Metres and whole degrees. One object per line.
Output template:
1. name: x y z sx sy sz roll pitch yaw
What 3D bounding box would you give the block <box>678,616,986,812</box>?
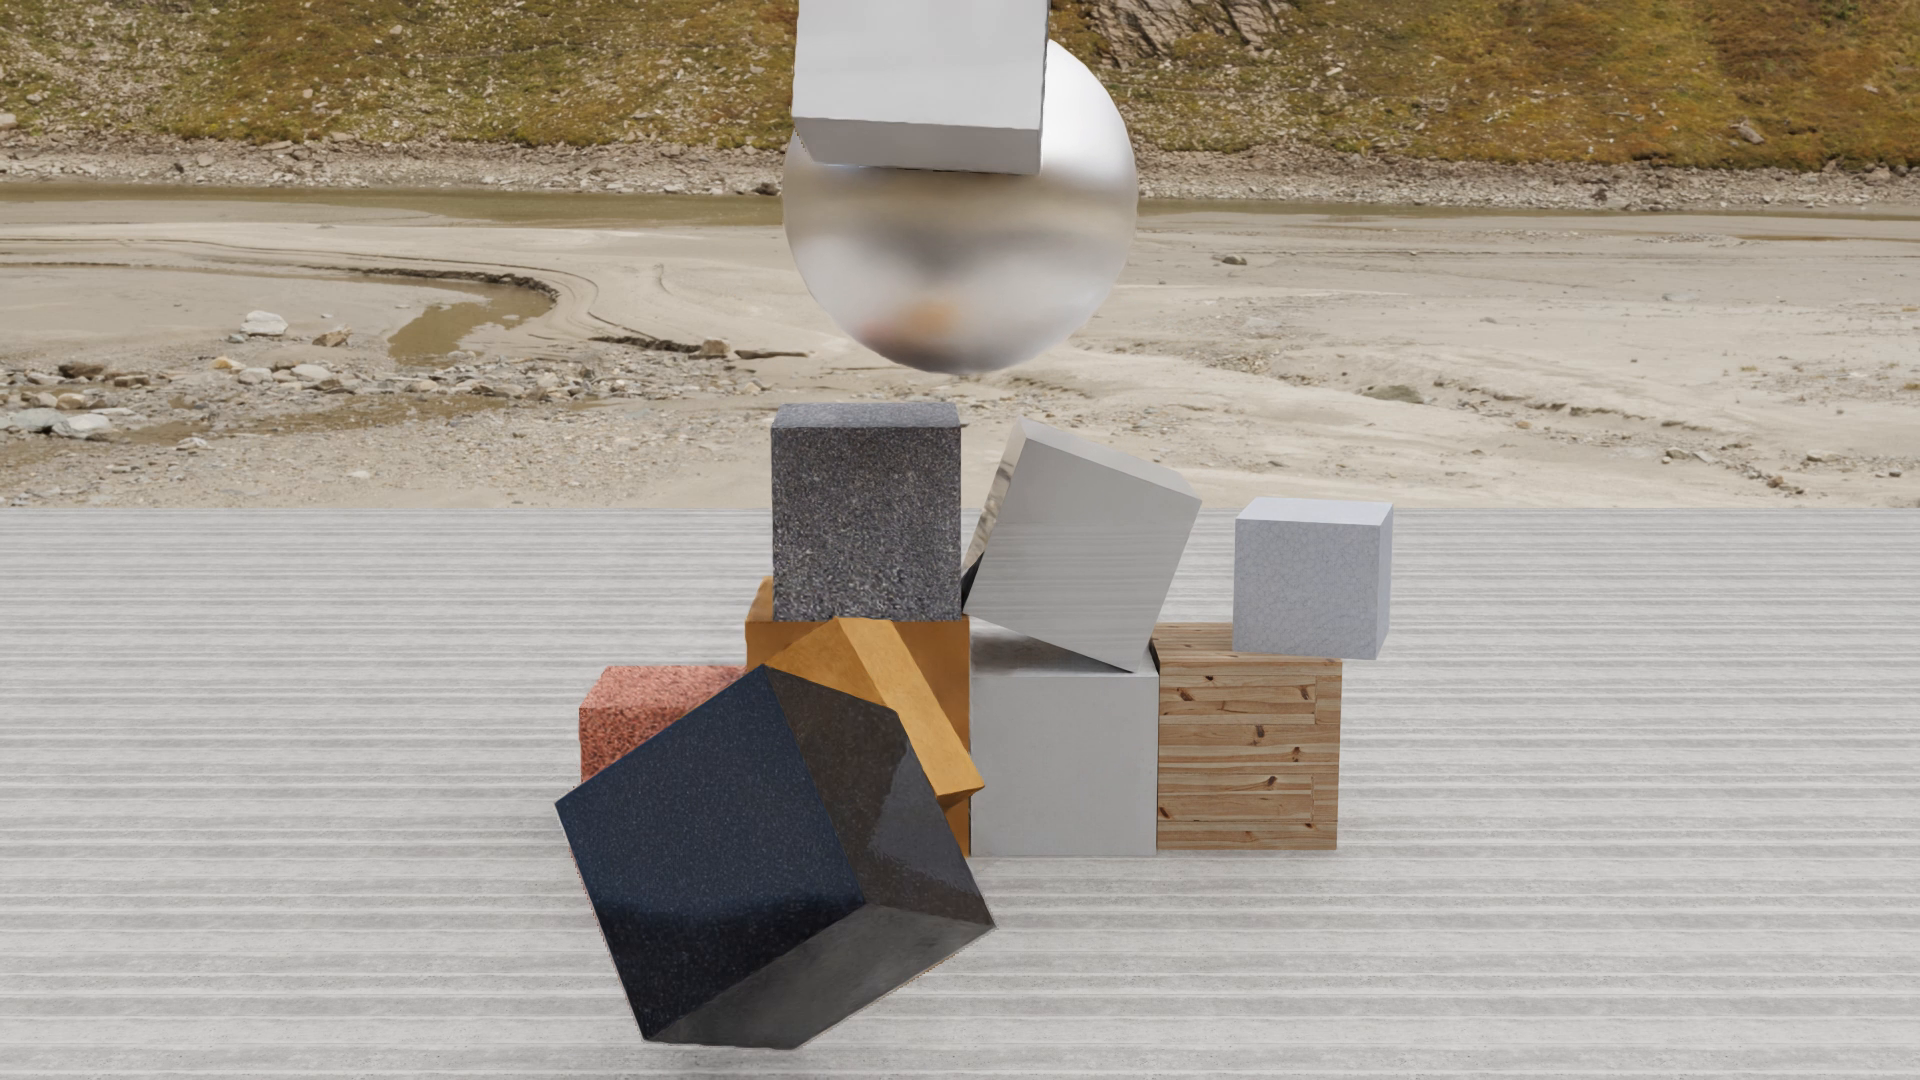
1. block: -0.536 0.913 9.432 0.821 0.851 0.738 -33 -11 12

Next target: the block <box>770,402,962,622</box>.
1. block: -0.463 -0.160 11.049 0.906 0.948 0.999 0 10 -2

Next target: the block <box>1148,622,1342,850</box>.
1. block: 1.441 0.997 11.379 0.899 0.968 0.895 0 10 0

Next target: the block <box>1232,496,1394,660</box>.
1. block: 1.812 0.183 11.250 0.714 0.679 0.711 3 11 16

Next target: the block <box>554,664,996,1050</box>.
1. block: -0.648 1.161 7.840 0.939 0.923 0.980 -34 -26 15

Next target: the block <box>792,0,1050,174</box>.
1. block: -0.124 -2.018 8.684 0.935 0.938 0.806 4 -2 2

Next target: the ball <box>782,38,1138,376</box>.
1. ball: 0.000 -1.539 9.865 1.600 1.600 1.600 0 10 0

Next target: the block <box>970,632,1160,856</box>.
1. block: 0.513 1.029 11.352 0.924 0.914 1.010 0 10 0

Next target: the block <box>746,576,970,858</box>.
1. block: -0.502 0.885 11.325 1.086 1.206 1.104 0 10 0

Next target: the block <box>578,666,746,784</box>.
1. block: -1.470 1.115 11.369 0.829 0.738 0.876 0 10 0

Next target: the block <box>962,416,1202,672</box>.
1. block: 0.585 0.001 11.172 0.914 0.917 0.909 19 9 -5
